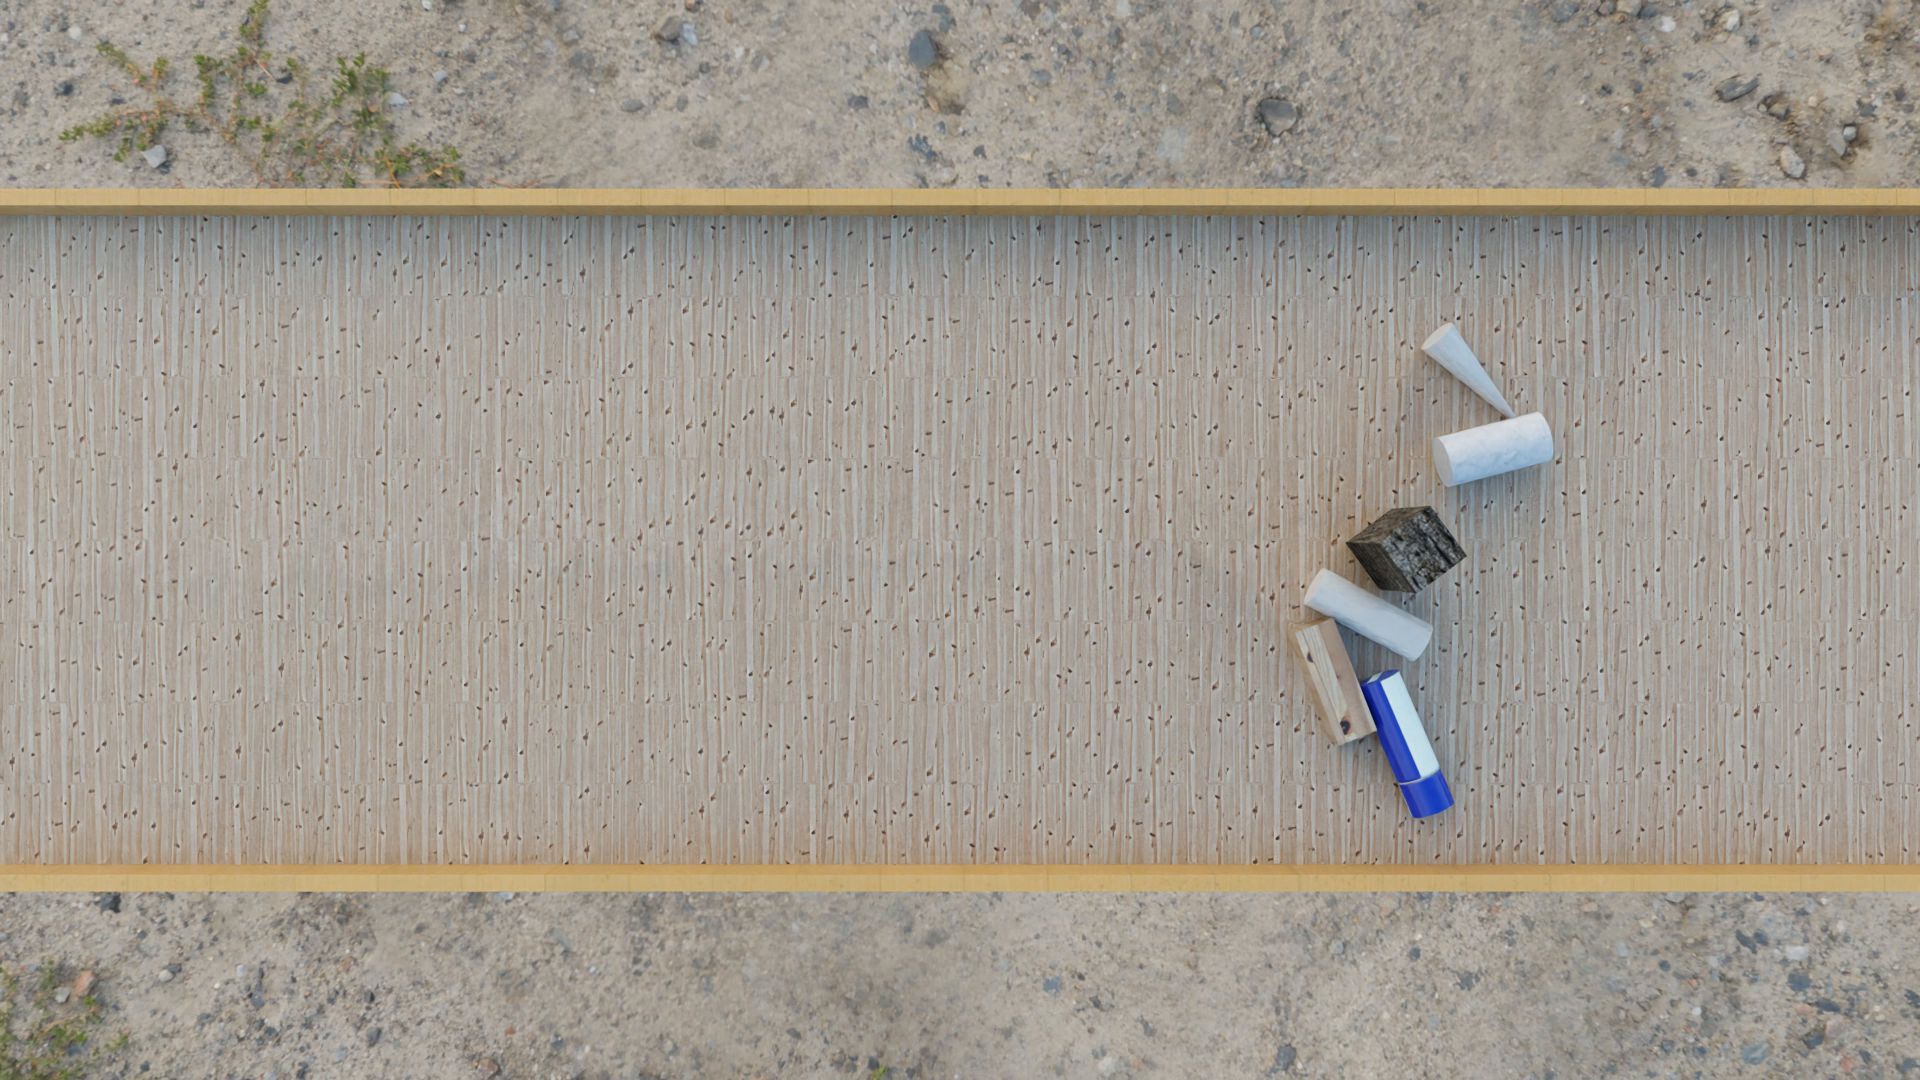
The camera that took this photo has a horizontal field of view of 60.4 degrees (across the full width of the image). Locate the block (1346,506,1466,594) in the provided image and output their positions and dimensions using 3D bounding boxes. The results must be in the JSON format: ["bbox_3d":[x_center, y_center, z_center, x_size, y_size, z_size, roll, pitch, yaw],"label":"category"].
[{"bbox_3d":[1.311,0.027,4.870,0.178,0.412,0.178,-36,90,0],"label":"block"}]

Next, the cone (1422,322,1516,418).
[{"bbox_3d":[1.600,-0.473,5.048,0.117,0.117,0.424,-45,98,0],"label":"cone"}]

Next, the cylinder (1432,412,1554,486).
[{"bbox_3d":[1.613,-0.275,4.999,0.313,0.156,0.156,-14,90,0],"label":"cylinder"}]

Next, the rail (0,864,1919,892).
[{"bbox_3d":[-2.247,1.025,5.001,12.000,0.150,0.050,0,90,0],"label":"rail"}]

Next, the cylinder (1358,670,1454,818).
[{"bbox_3d":[1.352,0.617,5.009,0.135,0.135,0.431,-23,90,0],"label":"cylinder"}]

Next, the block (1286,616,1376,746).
[{"bbox_3d":[1.129,0.426,5.014,0.125,0.125,0.363,-21,90,0],"label":"block"}]

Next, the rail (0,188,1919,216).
[{"bbox_3d":[-2.247,-1.025,5.002,12.000,0.150,0.050,0,90,0],"label":"rail"}]

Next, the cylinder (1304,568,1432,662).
[{"bbox_3d":[1.240,0.227,5.014,0.368,0.126,0.126,28,90,0],"label":"cylinder"}]
